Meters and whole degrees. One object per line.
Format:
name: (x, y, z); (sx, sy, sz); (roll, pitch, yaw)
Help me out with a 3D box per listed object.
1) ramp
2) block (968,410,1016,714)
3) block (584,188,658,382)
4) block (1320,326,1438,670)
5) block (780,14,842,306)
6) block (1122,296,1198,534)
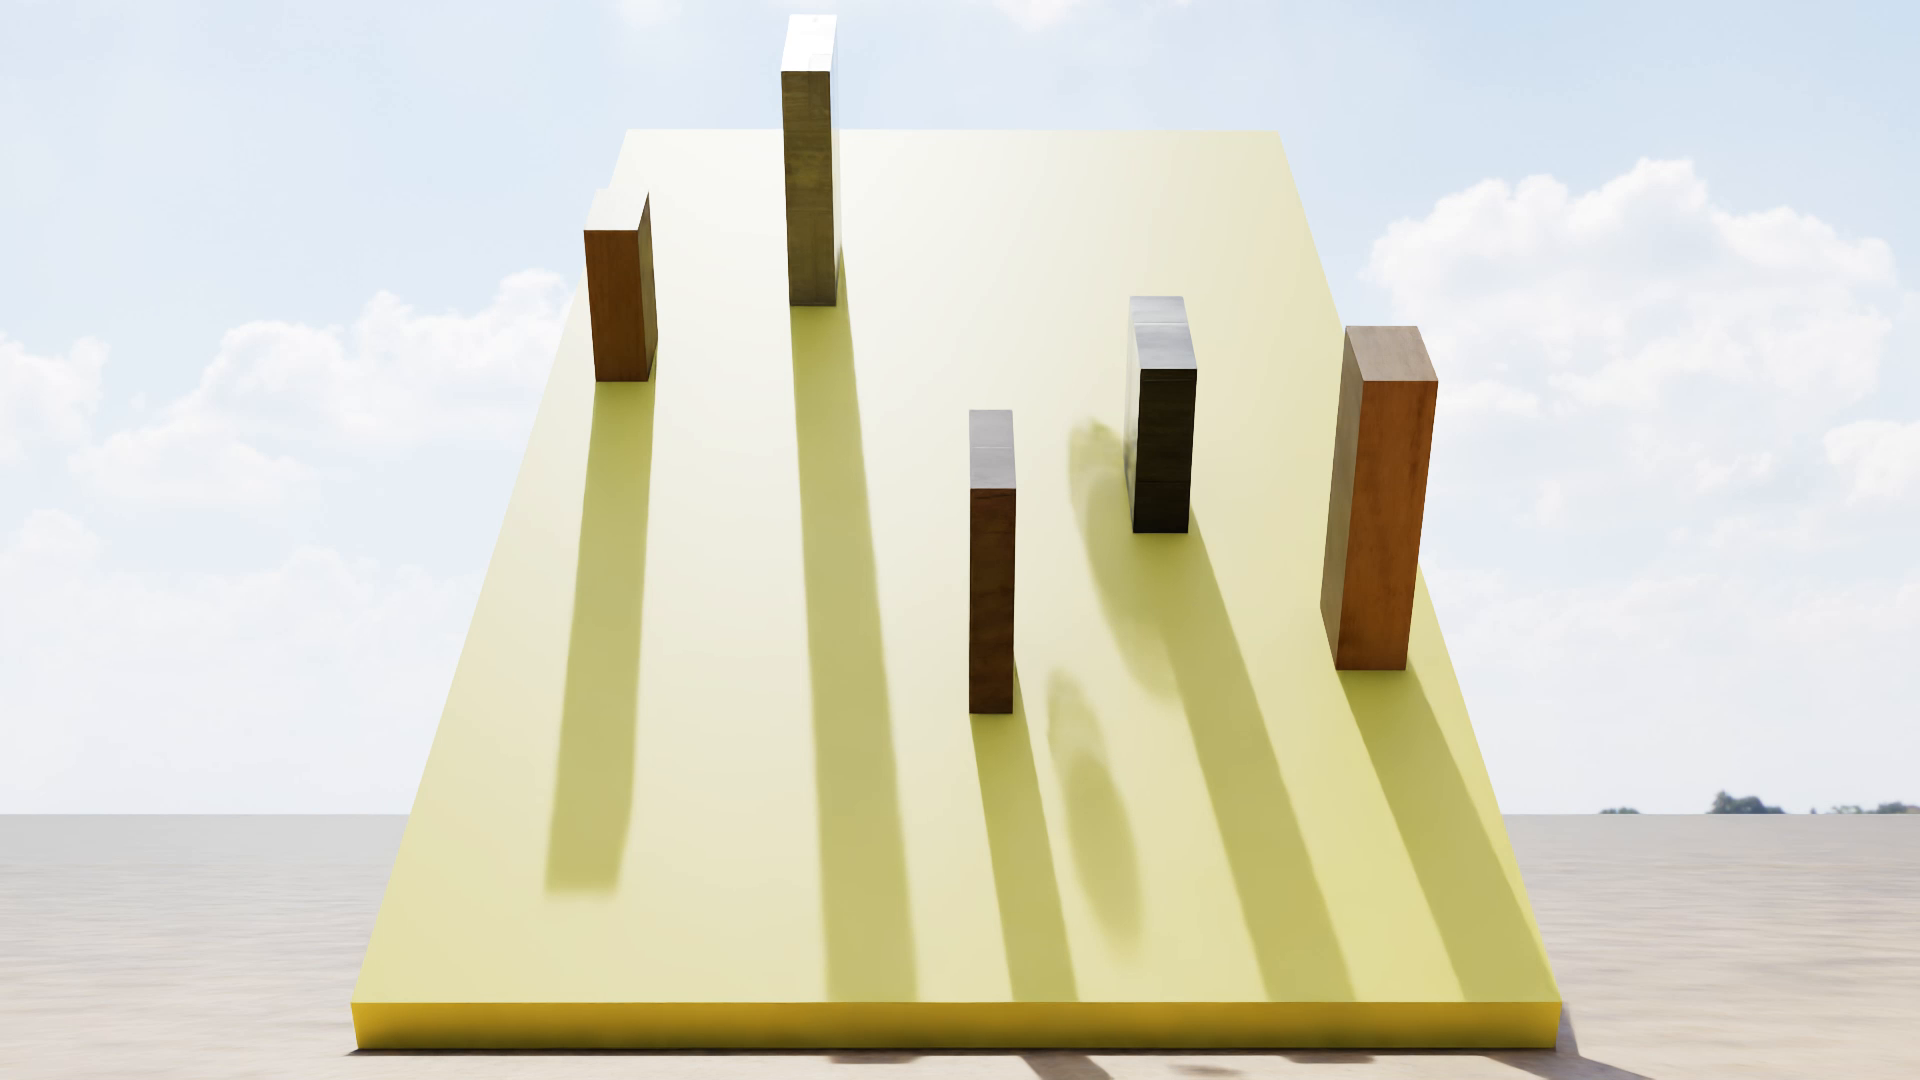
ramp: (-0.013, -0.206, 5.746); (2.000, 0.100, 4.000); (0, 30, 0)
block: (0.060, 0.041, 4.729); (0.086, 0.503, 0.317); (0, 30, 0)
block: (-0.832, -0.628, 5.962); (0.129, 0.403, 0.256); (0, 30, 0)
block: (0.824, -0.079, 4.795); (0.141, 0.648, 0.240); (0, 30, 0)
block: (-0.386, -0.998, 6.361); (0.122, 0.641, 0.435); (0, 30, 0)
block: (0.440, -0.281, 5.380); (0.121, 0.403, 0.366); (0, 30, 0)
